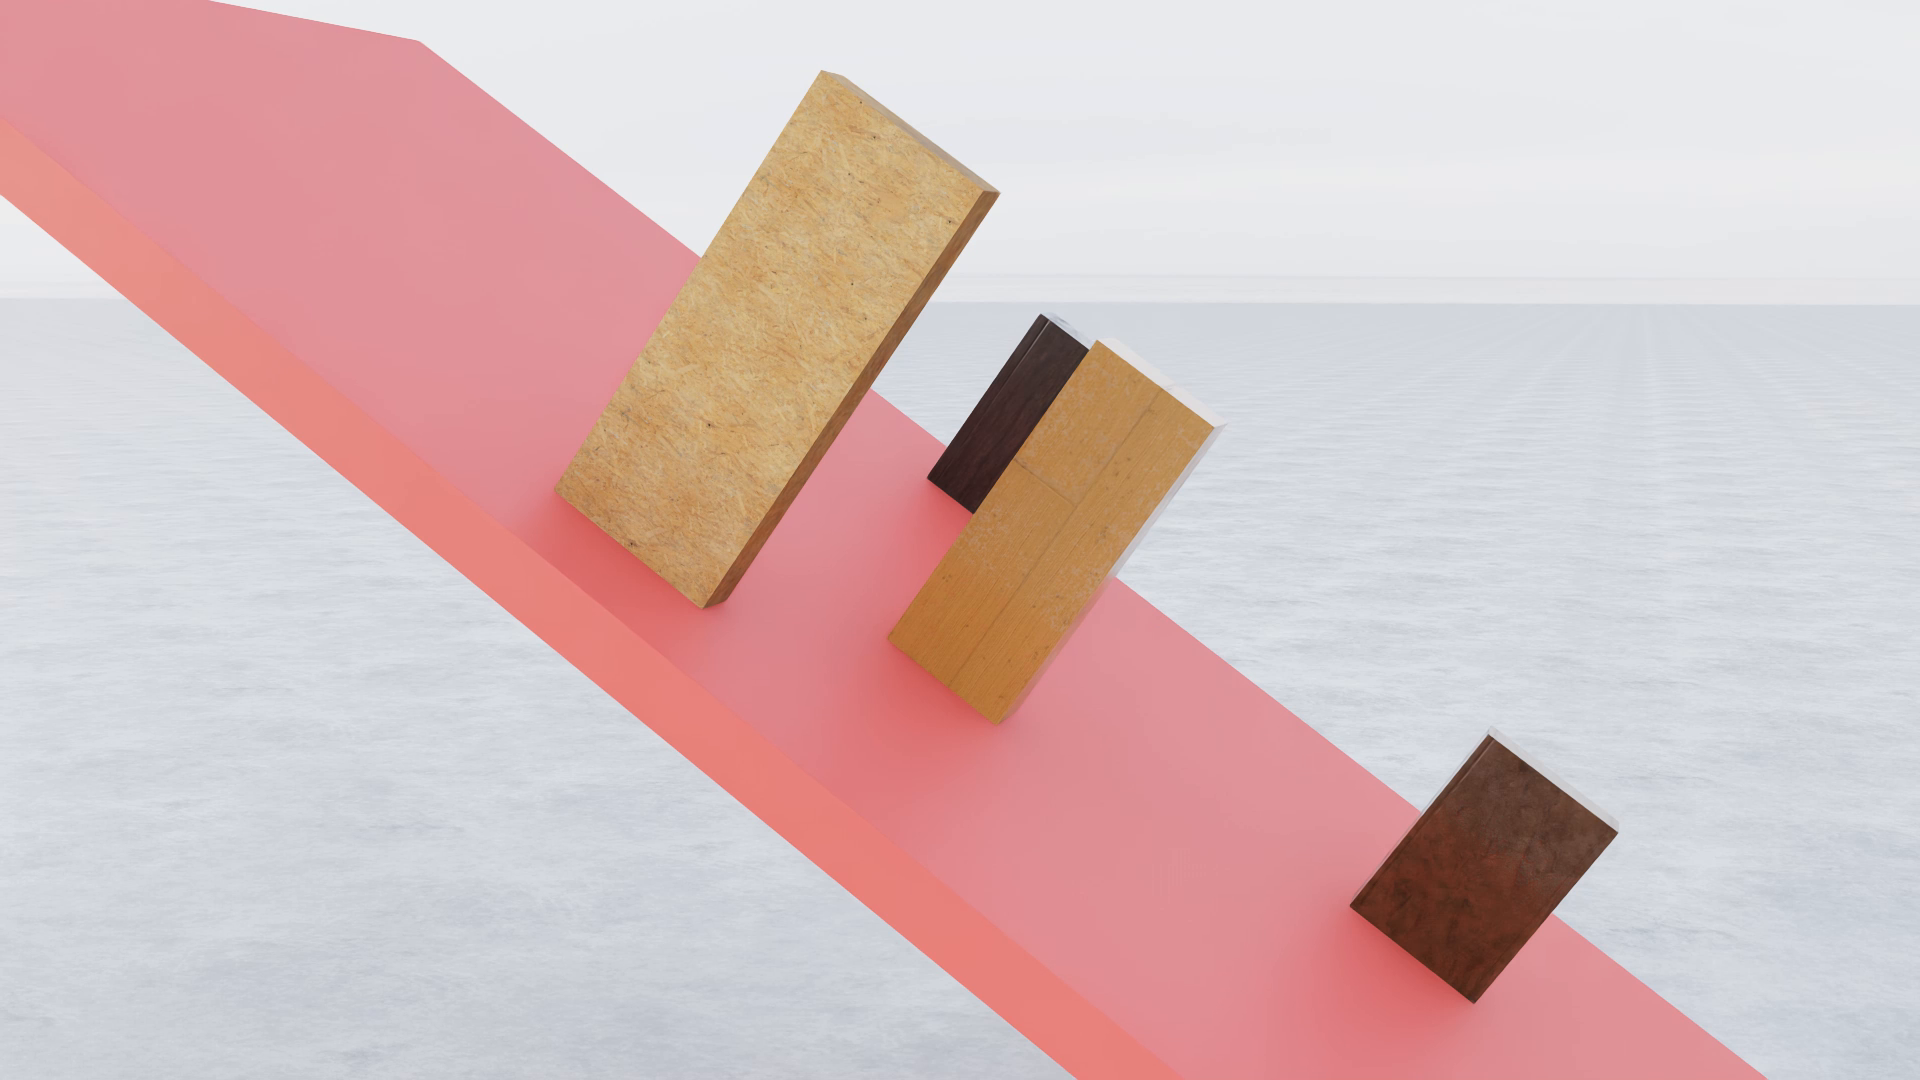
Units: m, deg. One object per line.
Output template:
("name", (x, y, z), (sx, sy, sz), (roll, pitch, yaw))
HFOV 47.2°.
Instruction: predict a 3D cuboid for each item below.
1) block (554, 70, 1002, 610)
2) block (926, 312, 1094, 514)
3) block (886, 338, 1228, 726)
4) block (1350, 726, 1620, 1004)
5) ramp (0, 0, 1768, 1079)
("block", (-0.285, -0.295, 3.329), (0.304, 0.772, 0.094), (38, 16, 10))
("block", (0.187, -0.216, 4.709), (0.316, 0.436, 0.105), (38, 16, 10))
("block", (0.160, -0.014, 3.697), (0.240, 0.627, 0.123), (38, 16, 10))
("block", (0.943, 0.585, 3.965), (0.279, 0.410, 0.082), (38, 16, 10))
("ramp", (-0.081, 0.149, 4.077), (4.000, 0.100, 2.000), (38, 16, 10))
